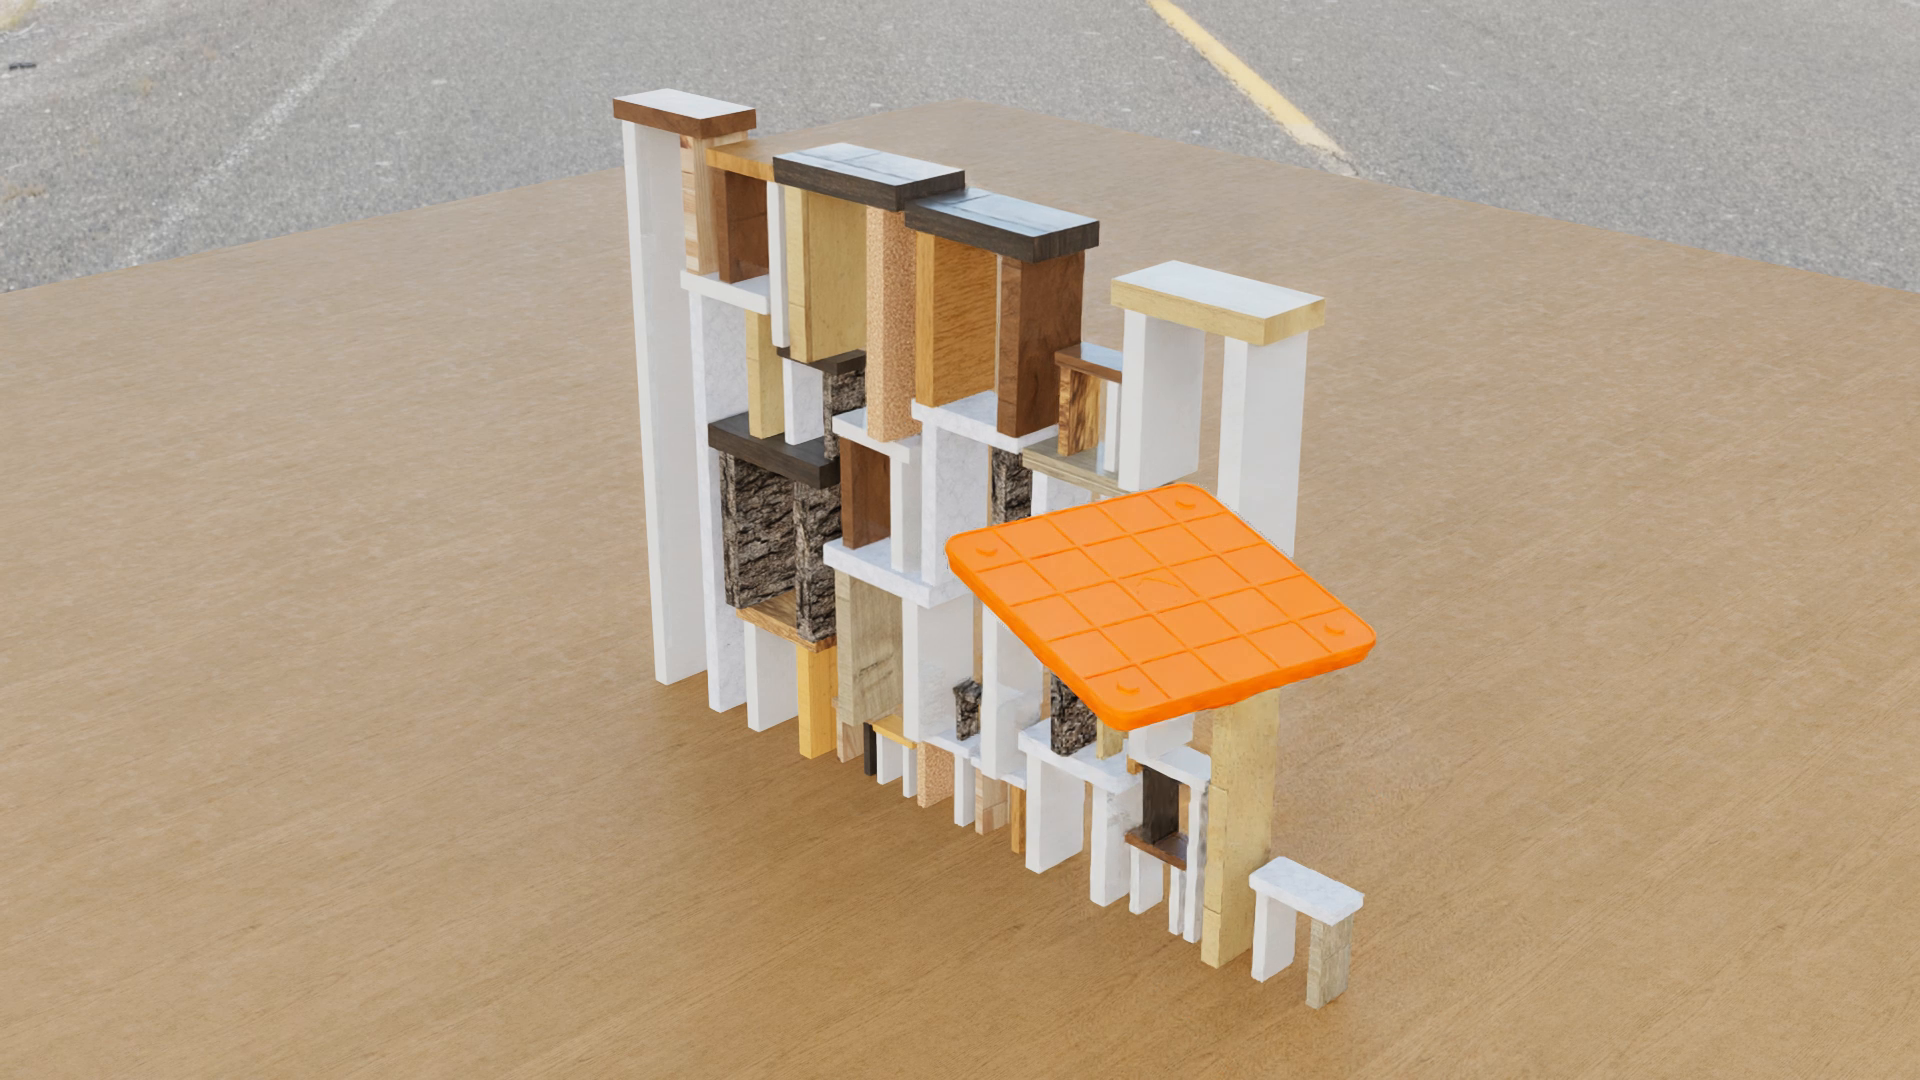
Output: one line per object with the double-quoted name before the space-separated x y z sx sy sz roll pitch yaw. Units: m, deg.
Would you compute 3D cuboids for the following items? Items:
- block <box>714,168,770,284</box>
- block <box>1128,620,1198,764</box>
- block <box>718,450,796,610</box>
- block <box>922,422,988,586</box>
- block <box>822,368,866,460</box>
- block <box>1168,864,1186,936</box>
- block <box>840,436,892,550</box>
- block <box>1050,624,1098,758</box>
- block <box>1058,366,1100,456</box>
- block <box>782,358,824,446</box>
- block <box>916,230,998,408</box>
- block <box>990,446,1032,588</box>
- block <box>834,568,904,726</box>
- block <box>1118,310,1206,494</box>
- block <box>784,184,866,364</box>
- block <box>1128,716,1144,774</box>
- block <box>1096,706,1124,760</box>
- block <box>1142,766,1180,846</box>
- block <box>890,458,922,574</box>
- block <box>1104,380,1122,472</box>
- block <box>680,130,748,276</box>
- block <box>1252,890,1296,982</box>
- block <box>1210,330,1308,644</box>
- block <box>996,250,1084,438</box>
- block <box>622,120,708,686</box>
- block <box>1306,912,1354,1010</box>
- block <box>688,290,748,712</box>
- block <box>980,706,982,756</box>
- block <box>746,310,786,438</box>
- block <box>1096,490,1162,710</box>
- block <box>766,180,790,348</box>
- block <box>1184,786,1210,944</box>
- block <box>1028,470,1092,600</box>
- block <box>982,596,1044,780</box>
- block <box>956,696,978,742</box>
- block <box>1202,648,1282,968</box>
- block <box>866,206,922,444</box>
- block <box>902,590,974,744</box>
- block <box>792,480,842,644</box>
"block" -0.433 -0.643 4.422 0.117 0.233 0.033 -21 31 -41
"block" 0.366 0.252 3.933 0.039 0.272 0.136 21 30 40
"block" -0.420 -0.043 4.663 0.174 0.348 0.049 -21 31 -40
"block" -0.010 -0.083 4.191 0.135 0.324 0.038 -19 30 -39
"block" -0.228 -0.257 4.364 0.090 0.181 0.026 -21 31 -40
"block" 0.417 0.649 4.048 0.072 0.143 0.020 -22 31 -40
"block" -0.182 -0.107 4.364 0.115 0.230 0.033 -21 30 -40
"block" 0.225 0.260 4.084 0.037 0.259 0.130 19 30 41
"block" 0.212 -0.237 3.899 0.023 0.163 0.081 22 32 40
"block" -0.312 -0.290 4.443 0.090 0.181 0.026 -21 31 -40
"block" -0.007 -0.422 4.053 0.164 0.328 0.046 -21 32 -41
"block" 0.118 -0.061 4.068 0.038 0.270 0.135 21 31 40
"block" -0.181 0.197 4.492 0.043 0.341 0.151 21 31 40
"block" 0.344 -0.252 3.737 0.045 0.319 0.159 22 31 40
"block" -0.253 -0.532 4.273 0.172 0.345 0.049 -20 30 -39
"block" 0.333 0.366 4.018 0.016 0.116 0.058 21 31 41
"block" 0.278 0.345 4.068 0.016 0.116 0.058 21 31 41
"block" 0.368 0.472 4.026 0.079 0.158 0.022 -22 31 -40
"block" -0.080 -0.061 4.259 0.115 0.230 0.033 -20 31 -38
"block" 0.290 -0.207 3.829 0.023 0.163 0.081 22 31 40
"block" -0.494 -0.693 4.475 0.142 0.284 0.040 -21 31 -41
"block" 0.561 0.688 3.910 0.025 0.179 0.090 21 31 41
"block" 0.494 -0.097 3.639 0.159 0.528 0.045 -21 31 -41
"block" 0.143 -0.359 3.908 0.046 0.328 0.164 23 32 39
"block" -0.628 -0.286 4.793 0.142 1.282 0.040 -21 31 -41
"block" 0.645 0.721 3.833 0.025 0.179 0.090 21 31 41
"block" -0.496 -0.083 4.729 0.038 0.960 0.134 21 31 41
"block" 0.061 0.369 4.320 0.014 0.114 0.049 19 30 37
"block" -0.369 -0.352 4.476 0.038 0.268 0.134 21 31 41
"block" 0.301 0.097 3.936 0.035 0.410 0.123 21 31 41
"block" -0.321 -0.554 4.341 0.033 0.333 0.117 21 30 40
"block" 0.446 0.577 3.991 0.022 0.321 0.079 21 31 41
"block" 0.184 -0.026 4.014 0.035 0.247 0.123 22 32 40
"block" 0.101 0.266 4.224 0.037 0.379 0.130 21 31 40
"block" 0.014 0.346 4.354 0.014 0.097 0.049 21 32 39
"block" 0.497 0.462 3.884 0.039 0.615 0.136 21 31 41
"block" -0.092 -0.419 4.139 0.172 0.453 0.049 -18 30 -36
"block" -0.043 0.236 4.352 0.151 0.302 0.043 -21 31 -40
"block" -0.257 0.021 4.512 0.174 0.348 0.049 -21 31 -40
